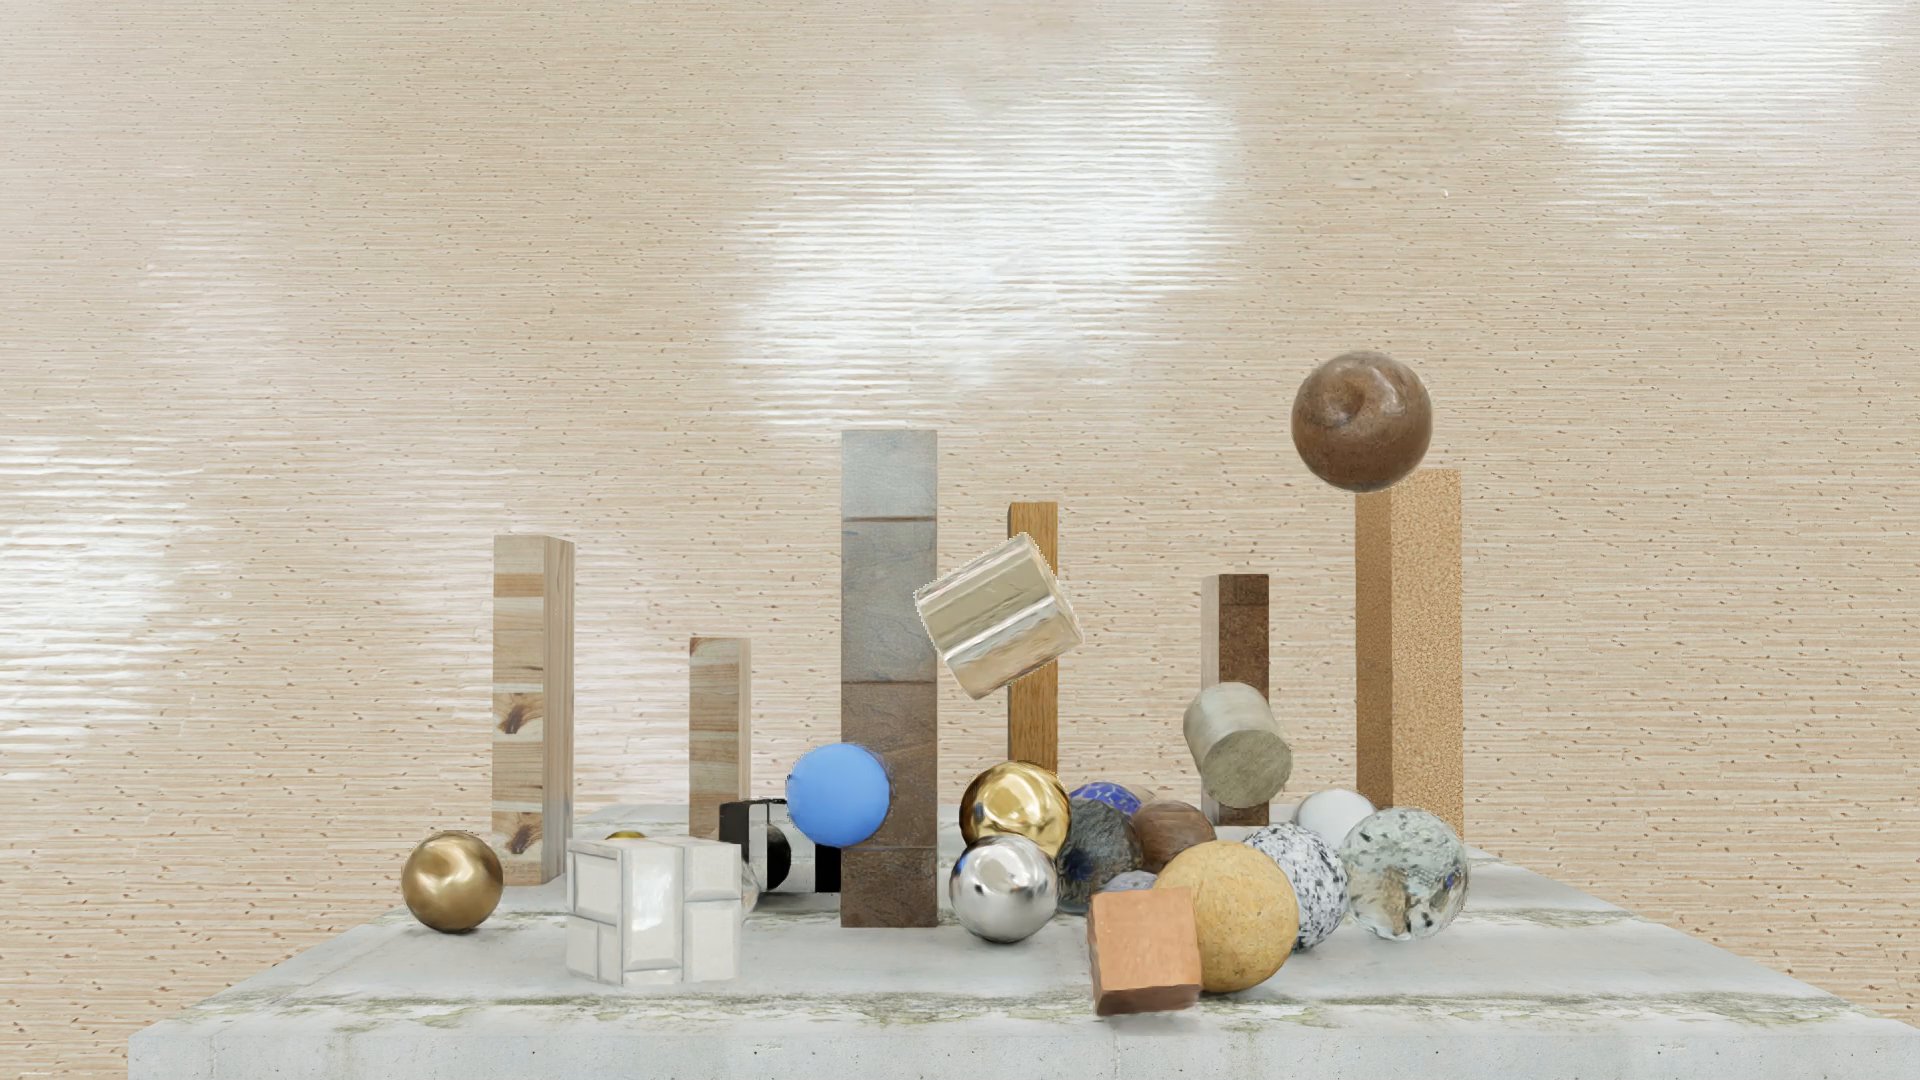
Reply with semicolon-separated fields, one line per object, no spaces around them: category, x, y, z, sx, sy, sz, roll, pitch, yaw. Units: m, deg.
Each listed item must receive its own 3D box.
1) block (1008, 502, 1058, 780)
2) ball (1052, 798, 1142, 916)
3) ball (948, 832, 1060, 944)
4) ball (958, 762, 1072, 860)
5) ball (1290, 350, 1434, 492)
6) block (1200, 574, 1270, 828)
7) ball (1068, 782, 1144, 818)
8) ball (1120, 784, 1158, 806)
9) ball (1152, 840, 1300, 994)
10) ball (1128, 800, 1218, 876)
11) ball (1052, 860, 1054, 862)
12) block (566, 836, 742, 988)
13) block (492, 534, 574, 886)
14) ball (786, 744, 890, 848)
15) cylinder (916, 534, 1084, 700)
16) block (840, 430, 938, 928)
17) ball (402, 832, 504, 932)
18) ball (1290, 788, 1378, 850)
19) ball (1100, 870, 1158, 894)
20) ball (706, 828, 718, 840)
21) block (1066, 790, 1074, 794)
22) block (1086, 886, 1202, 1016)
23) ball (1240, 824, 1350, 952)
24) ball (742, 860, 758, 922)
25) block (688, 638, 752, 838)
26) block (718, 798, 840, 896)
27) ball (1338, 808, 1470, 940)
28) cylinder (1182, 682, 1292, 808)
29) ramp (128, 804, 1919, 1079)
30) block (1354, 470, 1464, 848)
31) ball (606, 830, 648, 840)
block;0.148;0.287;5.365;0.092;0.710;0.408;0;-2;0
ball;0.198;0.504;4.138;0.185;0.185;0.185;0;36;0
ball;0.064;0.502;3.749;0.160;0.160;0.160;0;36;0
ball;0.084;0.424;3.965;0.173;0.173;0.173;0;36;0
ball;0.418;-0.124;2.704;0.147;0.147;0.147;0;36;0
block;0.660;0.381;6.267;0.117;0.588;0.443;0;-2;0
ball;0.261;0.532;4.778;0.175;0.175;0.175;0;36;0
ball;0.350;0.573;5.369;0.138;0.138;0.138;0;36;0
ball;0.327;0.468;3.231;0.189;0.189;0.189;0;36;0
ball;0.349;0.520;4.356;0.169;0.169;0.169;0;36;0
ball;0.098;0.544;4.296;0.116;0.116;0.116;0;36;0
block;-0.401;0.482;3.398;0.172;0.172;0.172;1;-2;-30
block;-0.786;0.309;4.803;0.089;0.623;0.372;0;-2;0
ball;-0.182;0.381;3.882;0.155;0.155;0.155;0;36;0
cylinder;0.041;0.080;2.680;0.127;0.127;0.127;-29;38;5
block;-0.108;0.217;4.147;0.146;0.759;0.364;0;-2;0
ball;-0.758;0.512;3.888;0.150;0.150;0.150;0;36;0
ball;0.661;0.523;4.558;0.174;0.174;0.174;0;36;0
ball;0.243;0.513;3.545;0.122;0.122;0.122;0;36;0
ball;-0.384;0.546;4.444;0.123;0.123;0.123;0;36;0
block;0.177;0.560;5.058;0.140;0.140;0.140;-1;-2;22
block;0.210;0.474;2.989;0.113;0.113;0.113;-4;65;-3
ball;0.455;0.488;3.644;0.180;0.180;0.180;0;36;0
ball;-0.362;0.533;3.948;0.113;0.113;0.113;0;36;0
block;-0.427;0.394;4.644;0.086;0.441;0.264;0;-2;0
block;-0.299;0.515;4.340;0.151;0.151;0.151;7;-12;-36
ball;0.643;0.486;3.788;0.193;0.193;0.193;0;36;0
cylinder;0.490;0.362;4.609;0.162;0.162;0.162;-4;28;-6
ramp;0.079;0.674;4.874;2.000;0.100;4.000;0;-2;0
block;0.809;0.251;4.705;0.122;0.732;0.412;0;-2;0
ball;-0.570;0.553;4.459;0.111;0.111;0.111;0;36;0
